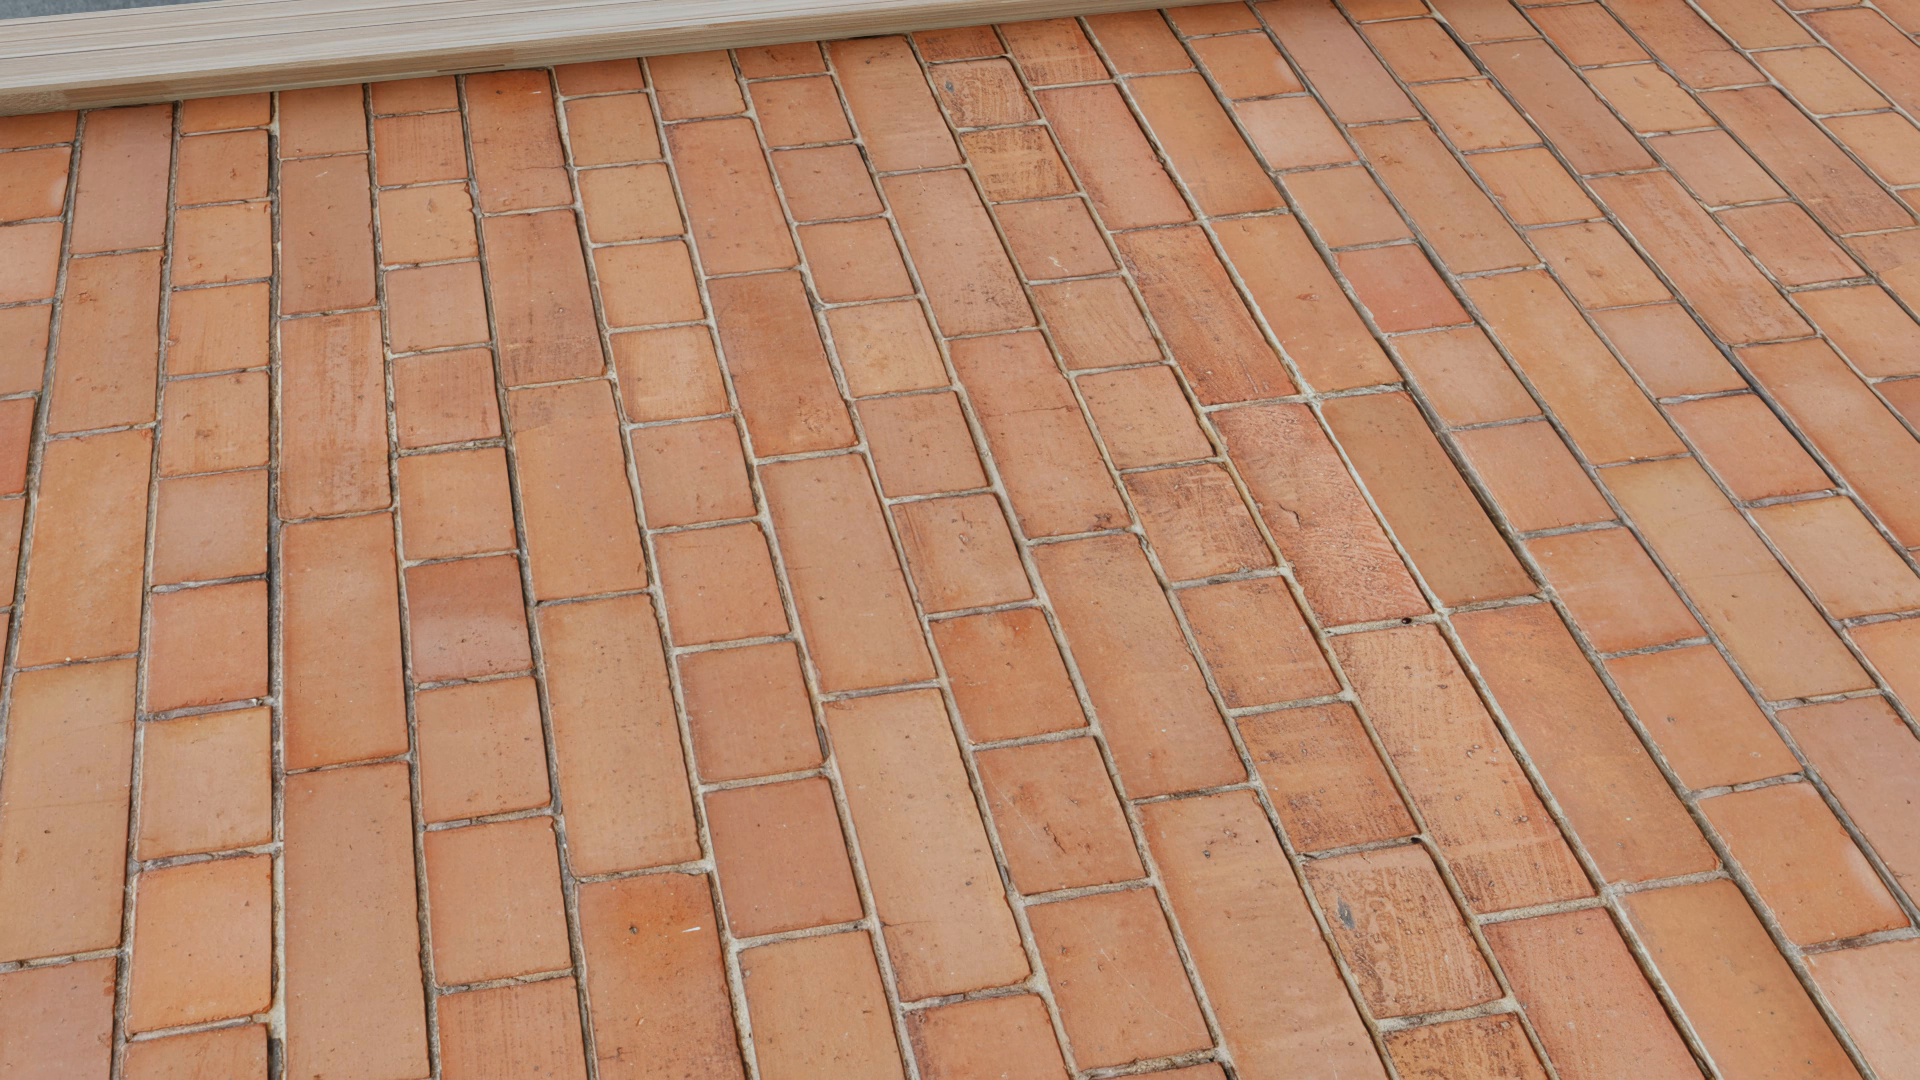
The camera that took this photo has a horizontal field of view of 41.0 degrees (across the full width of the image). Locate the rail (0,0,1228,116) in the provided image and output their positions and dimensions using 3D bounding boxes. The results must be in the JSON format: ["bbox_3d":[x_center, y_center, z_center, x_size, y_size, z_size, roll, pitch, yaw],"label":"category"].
[{"bbox_3d":[0.580,-0.543,2.297,3.036,0.083,0.045,-7,37,-10],"label":"rail"}]
